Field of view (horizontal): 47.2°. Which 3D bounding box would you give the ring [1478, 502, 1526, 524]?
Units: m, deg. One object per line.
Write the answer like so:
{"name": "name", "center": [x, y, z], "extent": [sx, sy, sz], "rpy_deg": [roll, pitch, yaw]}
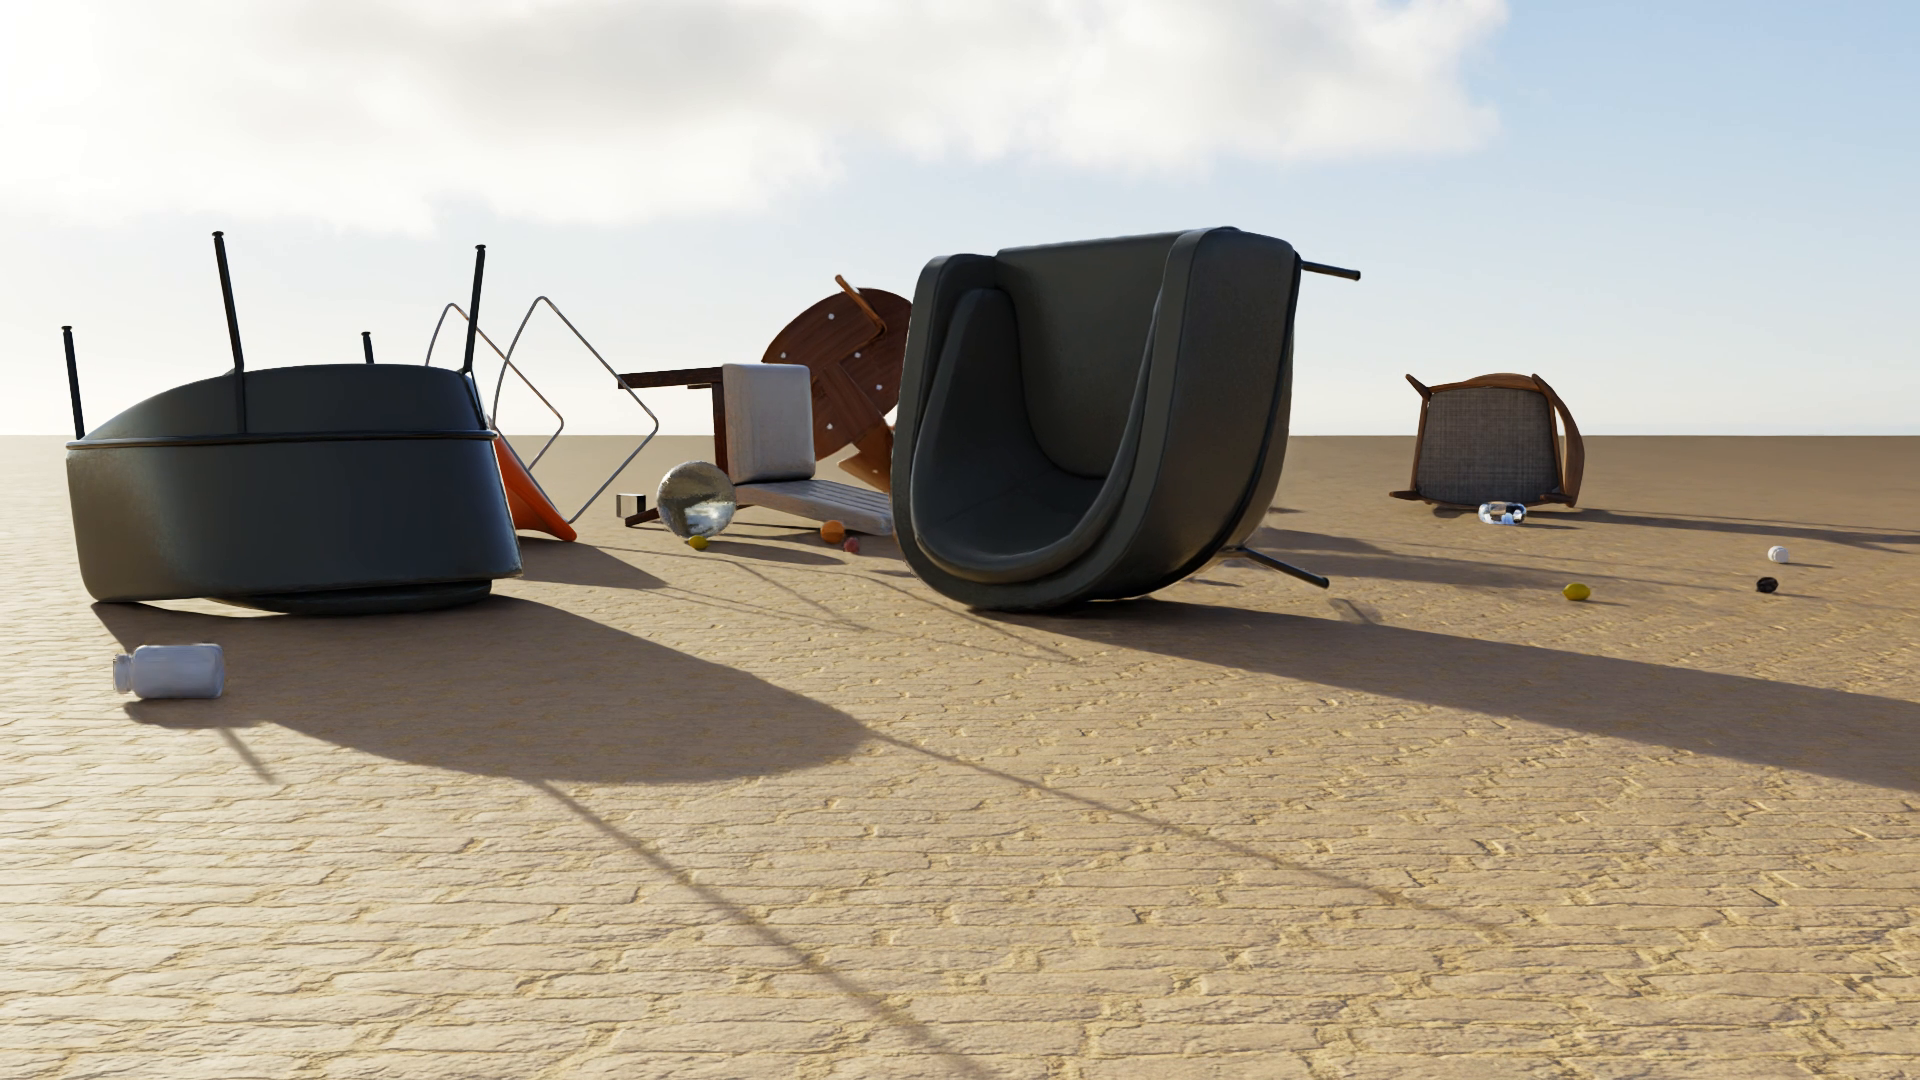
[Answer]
{"name": "ring", "center": [1.818, -0.091, 7.373], "extent": [0.146, 0.069, 0.239], "rpy_deg": [-2, 5, -5]}

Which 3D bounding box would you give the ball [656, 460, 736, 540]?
{"name": "ball", "center": [-0.782, -0.117, 6.524], "extent": [0.236, 0.236, 0.236], "rpy_deg": [0, 4, 0]}

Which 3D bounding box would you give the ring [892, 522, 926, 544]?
{"name": "ring", "center": [-0.149, -0.021, 6.438], "extent": [0.095, 0.057, 0.213], "rpy_deg": [-2, 3, -4]}

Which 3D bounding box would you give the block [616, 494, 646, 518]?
{"name": "block", "center": [-1.148, -0.118, 7.673], "extent": [0.055, 0.081, 0.125], "rpy_deg": [-3, 5, -33]}

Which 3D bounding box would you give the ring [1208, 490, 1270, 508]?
{"name": "ring", "center": [1.058, -0.154, 8.327], "extent": [0.234, 0.063, 0.305], "rpy_deg": [0, 3, 12]}

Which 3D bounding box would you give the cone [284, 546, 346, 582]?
{"name": "cone", "center": [-1.524, 0.075, 5.144], "extent": [0.126, 0.088, 0.150], "rpy_deg": [-20, -4, 1]}

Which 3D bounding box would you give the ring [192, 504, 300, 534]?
{"name": "ring", "center": [-2.233, -0.064, 6.883], "extent": [0.328, 0.084, 0.324], "rpy_deg": [-2, 4, -38]}
